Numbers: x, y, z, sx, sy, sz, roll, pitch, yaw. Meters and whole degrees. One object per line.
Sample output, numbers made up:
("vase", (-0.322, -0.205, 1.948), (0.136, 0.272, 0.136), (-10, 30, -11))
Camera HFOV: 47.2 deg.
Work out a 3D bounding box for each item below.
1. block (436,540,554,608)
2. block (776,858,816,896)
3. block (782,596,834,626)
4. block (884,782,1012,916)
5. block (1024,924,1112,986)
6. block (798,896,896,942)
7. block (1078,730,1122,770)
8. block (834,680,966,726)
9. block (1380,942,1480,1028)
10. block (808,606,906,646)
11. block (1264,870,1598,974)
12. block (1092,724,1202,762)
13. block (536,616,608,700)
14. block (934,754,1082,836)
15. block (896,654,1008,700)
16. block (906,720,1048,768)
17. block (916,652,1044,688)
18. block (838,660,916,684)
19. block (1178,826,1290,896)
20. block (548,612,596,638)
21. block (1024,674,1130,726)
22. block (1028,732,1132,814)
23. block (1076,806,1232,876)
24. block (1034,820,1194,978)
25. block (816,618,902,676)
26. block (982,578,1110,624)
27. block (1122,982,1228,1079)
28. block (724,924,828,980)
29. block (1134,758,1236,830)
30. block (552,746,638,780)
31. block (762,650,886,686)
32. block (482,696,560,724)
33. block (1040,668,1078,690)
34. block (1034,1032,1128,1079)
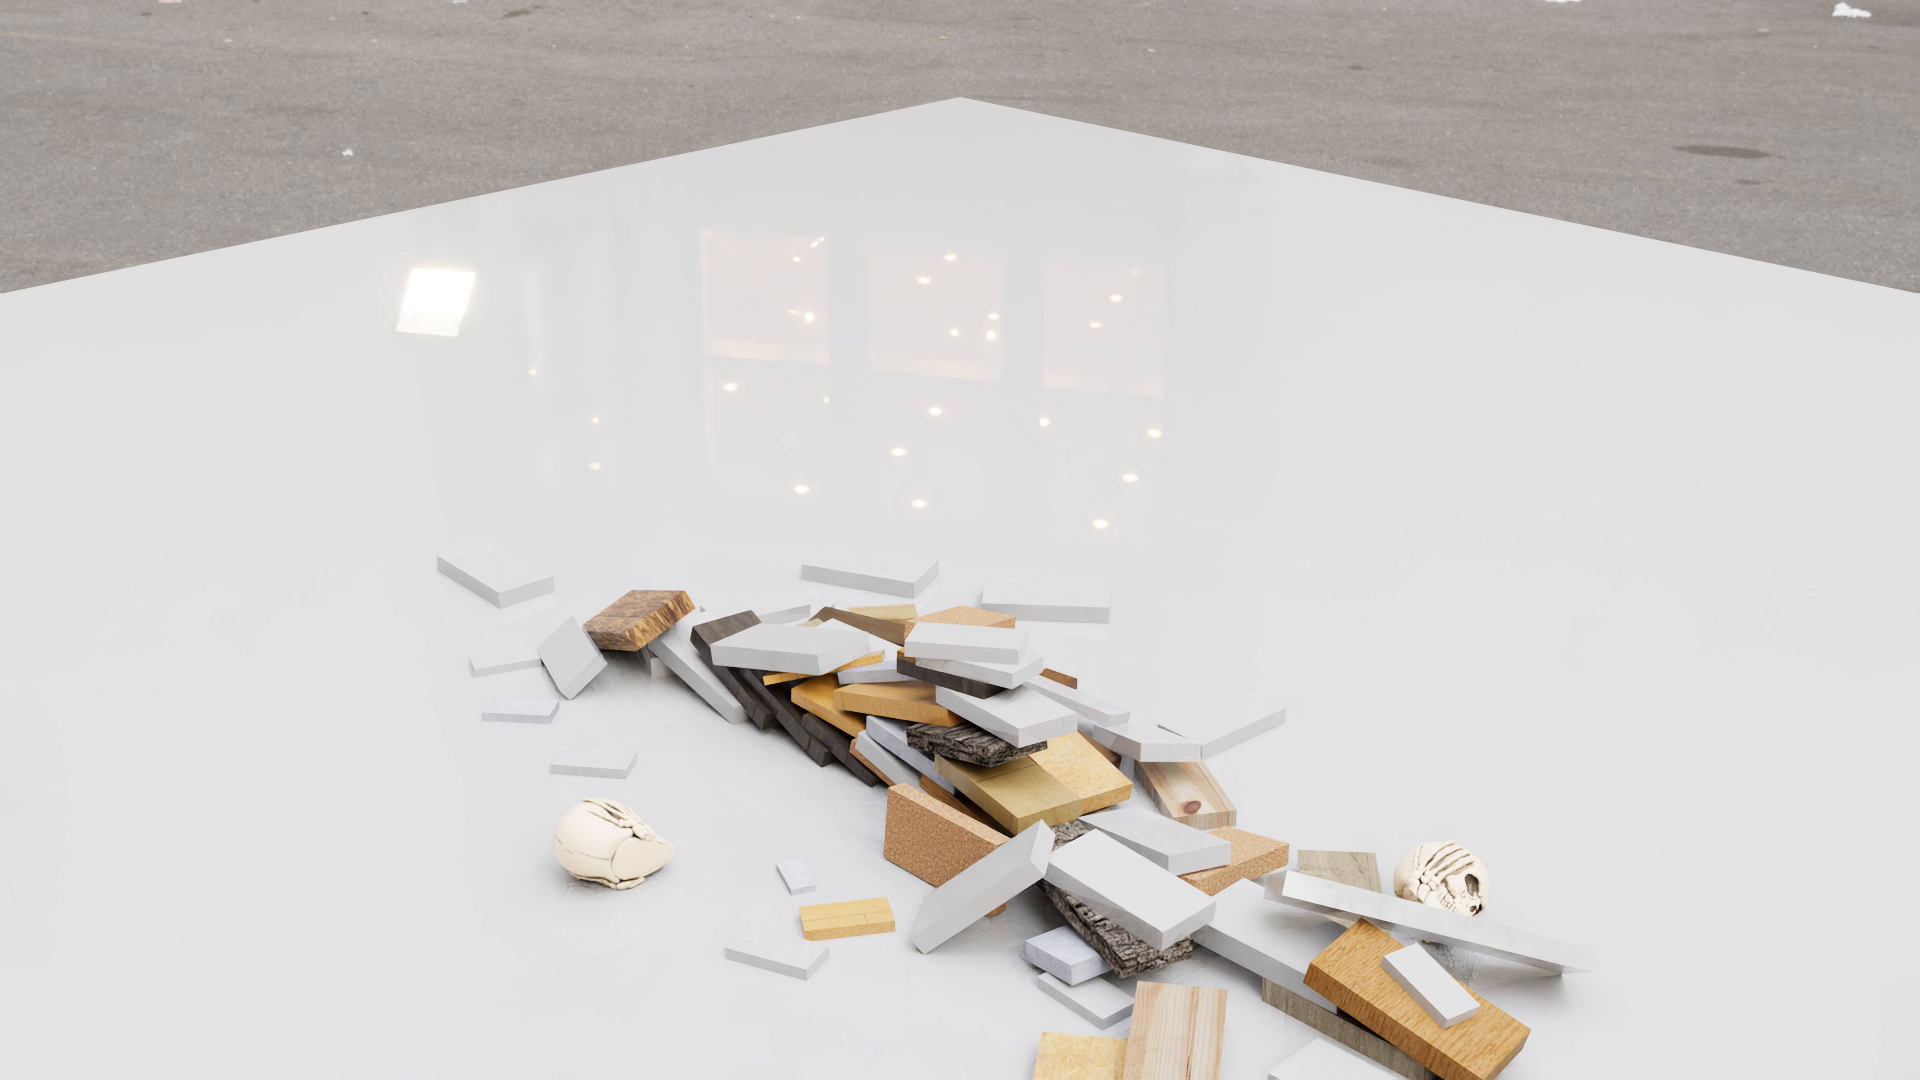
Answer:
("block", (-1.165, 0.084, 5.508), (0.153, 0.043, 0.307), (-19, 29, -37))
("block", (-0.314, 0.646, 4.219), (0.050, 0.014, 0.101), (-8, 24, -19))
("block", (-0.431, 0.211, 5.211), (0.146, 0.041, 0.292), (11, 25, 24))
("block", (-0.027, 0.586, 4.184), (0.042, 0.149, 0.297), (-13, 26, -42))
("block", (0.268, 0.718, 3.956), (0.273, 0.039, 0.136), (-14, 18, -32))
("block", (-0.210, 0.703, 4.075), (0.167, 0.024, 0.084), (-5, 23, -11))
("block", (0.114, 0.398, 4.656), (0.452, 0.046, 0.161), (30, 36, 31))
("block", (-0.091, 0.326, 4.489), (0.138, 0.039, 0.362), (-16, 13, -40))
("block", (0.787, 0.746, 3.683), (0.079, 0.022, 0.158), (-12, 40, -33))
("block", (-0.217, 0.218, 5.162), (0.267, 0.033, 0.116), (13, 21, 15))
("block", (0.819, 0.671, 3.855), (0.555, 0.043, 0.153), (14, -12, -2))
("block", (0.387, 0.423, 4.588), (0.132, 0.037, 0.265), (2, 3, -18))
("block", (-0.885, 0.266, 5.008), (0.116, 0.033, 0.232), (-44, 32, -2))
("block", (0.090, 0.469, 4.231), (0.145, 0.041, 0.290), (-13, 28, -30))
("block", (-0.004, 0.258, 4.345), (0.225, 0.032, 0.113), (14, 23, 38))
("block", (0.030, 0.386, 4.280), (0.138, 0.039, 0.276), (-14, 12, -34))
("block", (0.038, 0.237, 4.307), (0.225, 0.032, 0.113), (12, 21, 32))
("block", (-0.126, 0.271, 4.577), (0.285, 0.026, 0.090), (-7, 7, 45))
("block", (0.472, 0.607, 4.134), (0.148, 0.042, 0.297), (11, 15, 41))
("block", (-0.895, 0.217, 5.222), (0.076, 0.022, 0.152), (16, 28, 33))
("block", (0.202, 0.331, 4.791), (0.347, 0.025, 0.089), (21, 12, 31))
("block", (0.207, 0.451, 4.504), (0.144, 0.041, 0.288), (-13, 37, -33))
("block", (0.361, 0.564, 4.128), (0.144, 0.041, 0.288), (-6, 11, -32))
("block", (0.251, 0.644, 3.976), (0.145, 0.041, 0.399), (-10, 30, -26))
("block", (-0.222, 0.271, 4.887), (0.321, 0.046, 0.161), (20, 32, 36))
("block", (0.212, 0.146, 5.360), (0.307, 0.043, 0.153), (2, 23, 4))
("block", (0.355, 0.840, 3.627), (0.153, 0.043, 0.307), (4, 23, 9))
("block", (-0.331, 0.745, 3.975), (0.167, 0.024, 0.084), (10, 25, 23))
("block", (0.459, 0.512, 4.506), (0.132, 0.037, 0.265), (-5, 24, -12))
("block", (-0.769, 0.468, 4.628), (0.161, 0.023, 0.081), (3, 23, 8))
("block", (-0.289, 0.272, 4.699), (0.258, 0.018, 0.063), (-11, 5, 5))
("block", (-0.968, 0.375, 4.848), (0.152, 0.022, 0.076), (2, 23, 5))
("block", (0.175, 0.340, 4.927), (0.089, 0.025, 0.177), (17, 29, 35))
("block", (0.263, 0.881, 3.636), (0.273, 0.039, 0.136), (3, 23, 8))
